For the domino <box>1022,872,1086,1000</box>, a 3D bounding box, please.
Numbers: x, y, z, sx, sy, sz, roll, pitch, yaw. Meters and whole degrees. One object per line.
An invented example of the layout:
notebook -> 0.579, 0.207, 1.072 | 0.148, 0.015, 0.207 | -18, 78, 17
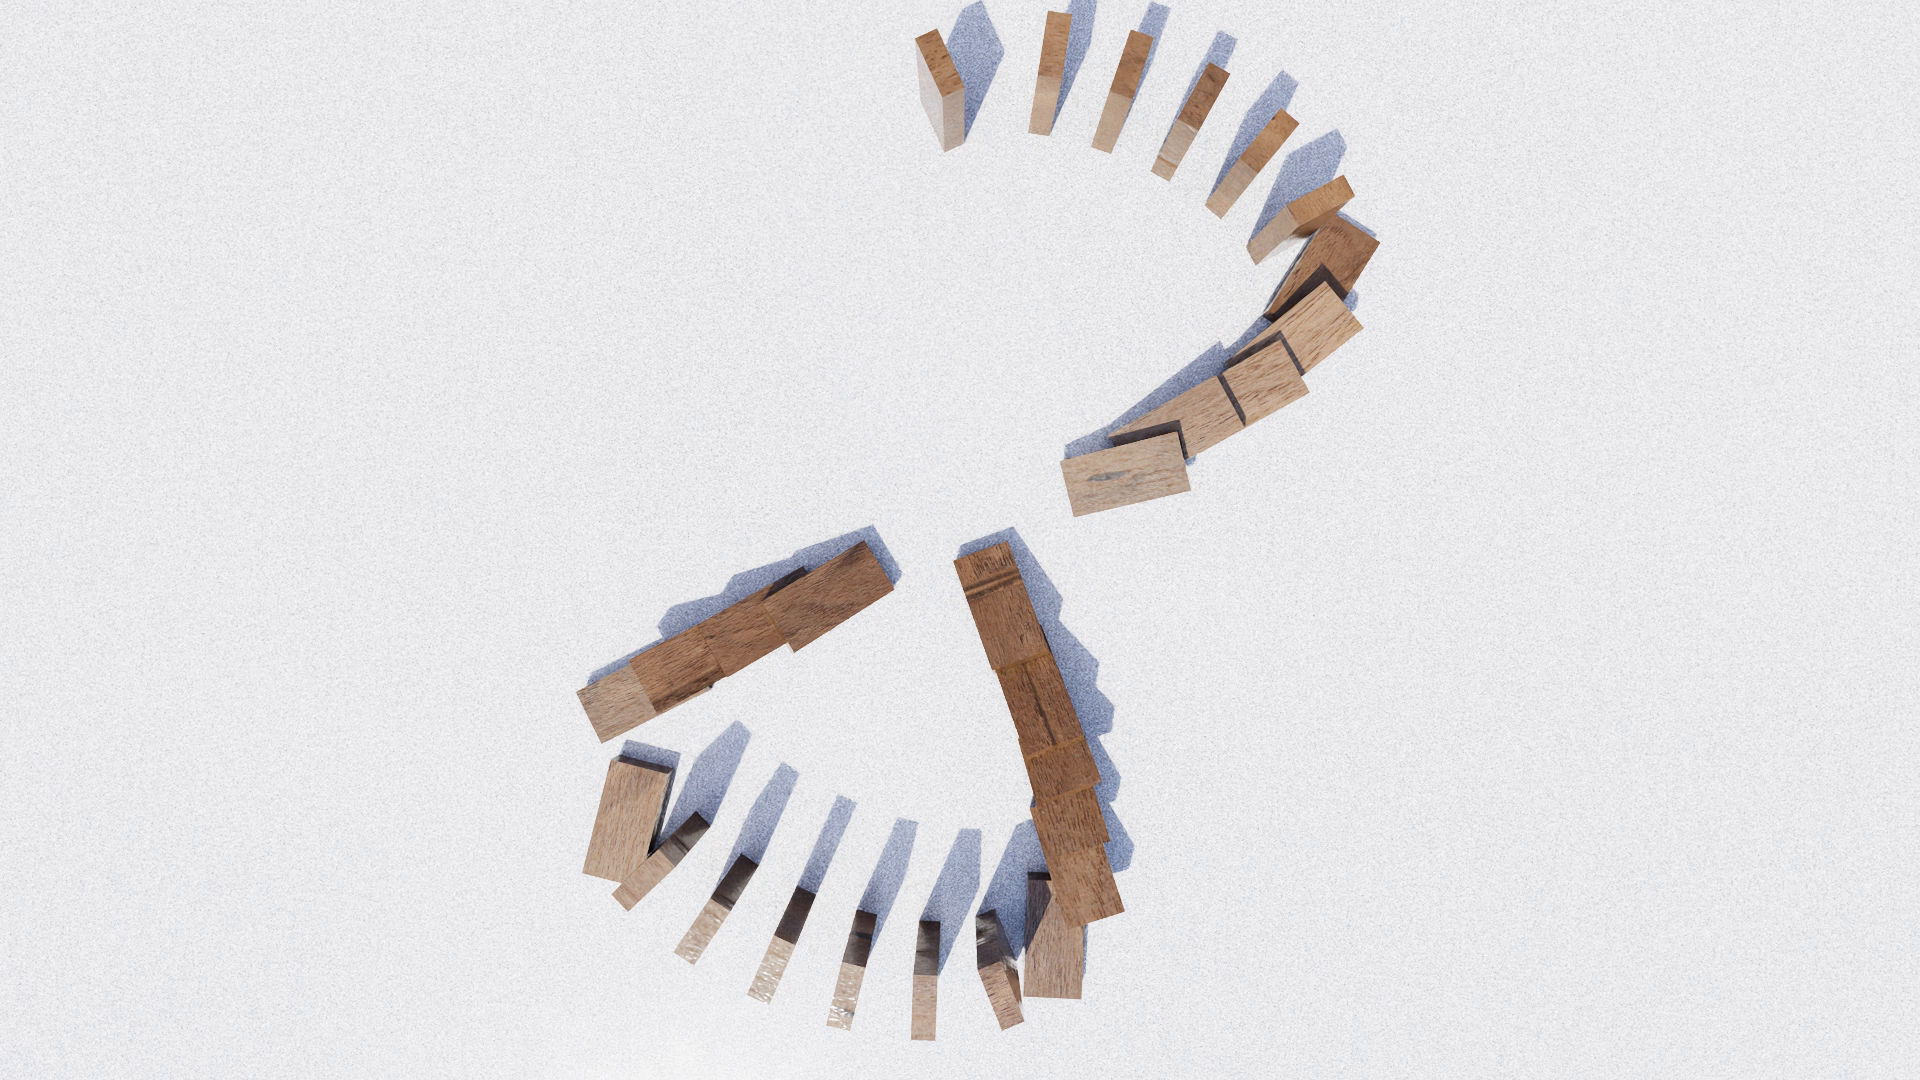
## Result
domino -> 0.041, 0.170, 0.395 | 0.025, 0.010, 0.050 | 3, 90, 0

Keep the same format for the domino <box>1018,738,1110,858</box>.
domino -> 0.044, 0.105, 0.387 | 0.025, 0.010, 0.050 | -16, 71, 0

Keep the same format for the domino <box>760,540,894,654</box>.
domino -> -0.056, 0.024, 0.387 | 0.050, 0.009, 0.025 | -32, 91, -19

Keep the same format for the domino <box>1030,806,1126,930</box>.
domino -> 0.049, 0.135, 0.388 | 0.025, 0.009, 0.050 | -17, 72, 0

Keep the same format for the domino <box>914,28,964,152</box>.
domino -> -0.008, -0.182, 0.375 | 0.010, 0.050, 0.025 | -25, 90, 0

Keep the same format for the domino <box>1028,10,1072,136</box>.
domino -> 0.036, -0.189, 0.375 | 0.009, 0.050, 0.025 | 9, 90, 0

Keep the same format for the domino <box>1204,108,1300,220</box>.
domino -> 0.118, -0.153, 0.375 | 0.010, 0.050, 0.025 | 40, 90, 0

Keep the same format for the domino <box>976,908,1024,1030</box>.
domino -> 0.016, 0.174, 0.375 | 0.010, 0.050, 0.025 | -22, 90, 0

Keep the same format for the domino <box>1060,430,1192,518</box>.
domino -> 0.070, -0.028, 0.387 | 0.050, 0.010, 0.025 | -13, 95, 18

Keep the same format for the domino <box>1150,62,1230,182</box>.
domino -> 0.093, -0.170, 0.375 | 0.009, 0.050, 0.025 | 29, 90, 0

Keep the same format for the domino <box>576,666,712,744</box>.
domino -> -0.136, 0.065, 0.395 | 0.050, 0.009, 0.025 | -26, 90, 0

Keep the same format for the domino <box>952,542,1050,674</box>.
domino -> 0.017, 0.028, 0.388 | 0.025, 0.009, 0.050 | -20, 72, 0

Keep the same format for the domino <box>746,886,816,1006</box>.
domino -> -0.072, 0.164, 0.375 | 0.009, 0.050, 0.025 | 24, 90, 0

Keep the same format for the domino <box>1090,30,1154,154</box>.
domino -> 0.066, -0.182, 0.375 | 0.010, 0.050, 0.025 | 19, 90, 0

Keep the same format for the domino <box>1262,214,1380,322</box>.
domino -> 0.155, -0.112, 0.395 | 0.025, 0.009, 0.050 | 32, 90, 0

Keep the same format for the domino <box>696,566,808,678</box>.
domino -> -0.082, 0.034, 0.388 | 0.050, 0.010, 0.025 | -30, 90, -19

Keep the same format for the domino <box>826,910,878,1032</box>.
domino -> -0.044, 0.174, 0.375 | 0.009, 0.050, 0.025 | 14, 90, 0

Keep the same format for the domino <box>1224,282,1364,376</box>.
domino -> 0.140, -0.082, 0.387 | 0.050, 0.009, 0.025 | -40, 90, 19

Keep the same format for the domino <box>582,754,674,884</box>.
domino -> -0.143, 0.121, 0.395 | 0.025, 0.010, 0.050 | 14, 90, 0

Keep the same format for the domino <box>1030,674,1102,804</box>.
domino -> 0.038, 0.082, 0.385 | 0.025, 0.009, 0.050 | -20, 65, 0

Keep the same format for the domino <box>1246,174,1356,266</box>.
domino -> 0.138, -0.130, 0.375 | 0.025, 0.050, 0.009 | -28, 90, 0

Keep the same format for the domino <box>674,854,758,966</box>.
domino -> -0.099, 0.150, 0.375 | 0.010, 0.050, 0.025 | 34, 90, 0

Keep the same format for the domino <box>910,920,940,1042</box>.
domino -> -0.014, 0.179, 0.375 | 0.009, 0.050, 0.025 | 2, 90, 0

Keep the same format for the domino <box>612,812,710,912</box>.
domino -> -0.121, 0.130, 0.375 | 0.025, 0.050, 0.010 | -43, 90, 0

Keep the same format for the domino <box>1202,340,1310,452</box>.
domino -> 0.118, -0.060, 0.387 | 0.050, 0.009, 0.025 | -30, 90, 19

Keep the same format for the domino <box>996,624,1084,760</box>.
domino -> 0.031, 0.063, 0.384 | 0.025, 0.009, 0.050 | -20, 65, 0

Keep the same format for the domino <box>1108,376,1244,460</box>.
domino -> 0.091, -0.046, 0.388 | 0.050, 0.010, 0.025 | -29, 90, 19

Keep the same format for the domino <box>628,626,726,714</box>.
domino -> -0.110, 0.050, 0.387 | 0.050, 0.010, 0.025 | -28, 91, -19
